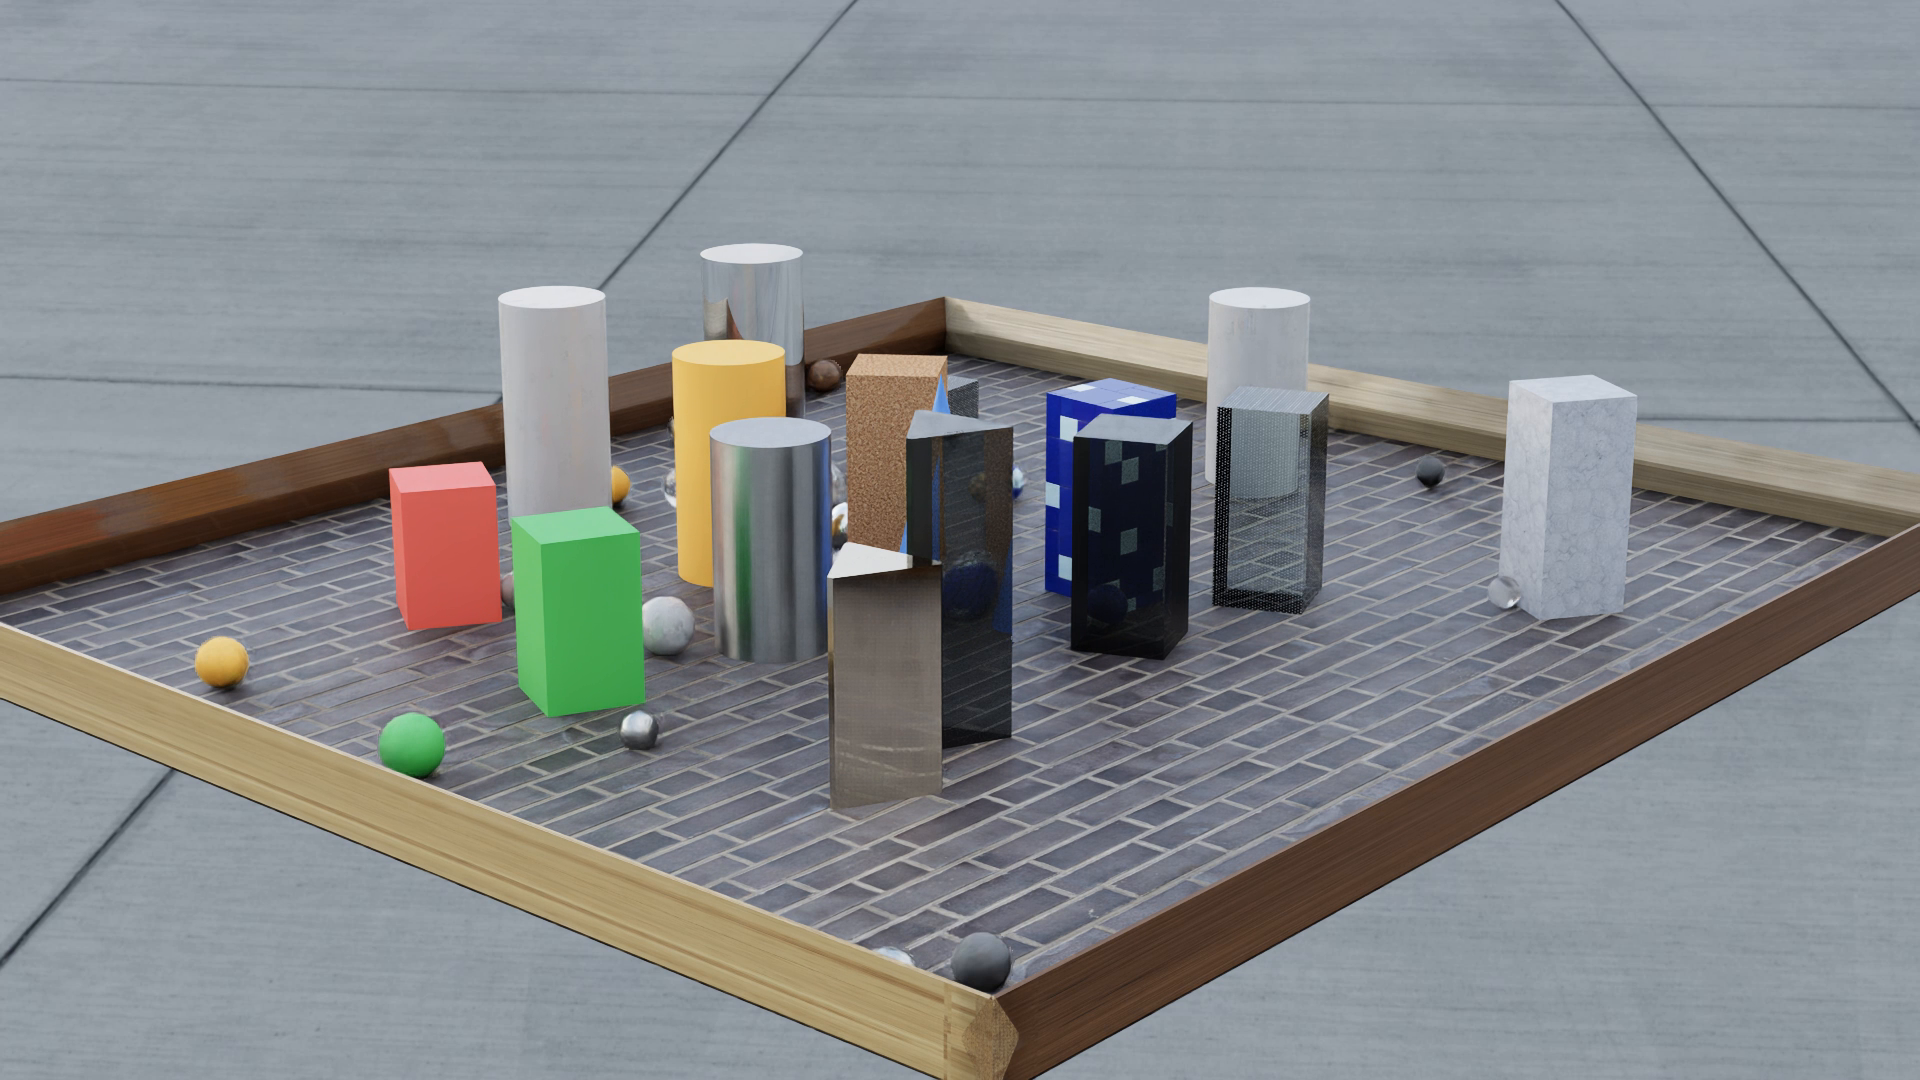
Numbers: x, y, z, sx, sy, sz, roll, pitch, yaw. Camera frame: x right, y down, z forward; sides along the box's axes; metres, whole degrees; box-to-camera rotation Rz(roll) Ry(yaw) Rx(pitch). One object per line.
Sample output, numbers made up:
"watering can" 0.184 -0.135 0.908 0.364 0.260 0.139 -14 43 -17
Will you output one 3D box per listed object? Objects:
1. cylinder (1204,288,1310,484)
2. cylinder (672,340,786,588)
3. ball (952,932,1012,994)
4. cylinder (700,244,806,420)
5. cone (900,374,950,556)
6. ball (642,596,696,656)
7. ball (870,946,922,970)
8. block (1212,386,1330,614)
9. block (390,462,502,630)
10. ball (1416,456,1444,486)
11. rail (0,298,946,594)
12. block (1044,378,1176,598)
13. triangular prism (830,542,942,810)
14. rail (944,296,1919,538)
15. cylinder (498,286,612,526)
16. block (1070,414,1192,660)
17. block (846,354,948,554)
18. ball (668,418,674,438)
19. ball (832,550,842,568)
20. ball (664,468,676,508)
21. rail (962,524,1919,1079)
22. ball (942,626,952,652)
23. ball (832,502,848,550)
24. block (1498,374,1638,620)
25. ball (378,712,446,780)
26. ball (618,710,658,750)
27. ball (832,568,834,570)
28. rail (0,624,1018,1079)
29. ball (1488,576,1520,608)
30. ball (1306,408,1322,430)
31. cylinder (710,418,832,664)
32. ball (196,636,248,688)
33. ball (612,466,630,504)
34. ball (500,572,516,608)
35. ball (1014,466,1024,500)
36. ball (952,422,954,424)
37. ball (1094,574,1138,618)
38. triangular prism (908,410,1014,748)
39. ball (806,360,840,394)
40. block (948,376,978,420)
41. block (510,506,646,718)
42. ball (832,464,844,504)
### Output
"cylinder" 0.589 -0.301 5.816 0.198 0.367 0.198 0 17 0
"cylinder" -0.407 -0.137 5.209 0.198 0.403 0.198 0 17 0
"ball" 0.026 0.519 3.601 0.075 0.075 0.075 0 17 0
"cylinder" -0.402 -0.329 5.730 0.198 0.470 0.198 0 17 0
"cone" -0.032 -0.071 4.939 0.198 0.432 0.198 0 17 0
"ball" -0.484 0.140 4.819 0.098 0.098 0.098 0 17 0
"ball" -0.087 0.533 3.535 0.086 0.086 0.086 0 17 0
"block" 0.537 -0.070 5.073 0.158 0.354 0.158 6 18 18
"block" -0.879 0.009 5.007 0.158 0.241 0.158 -5 18 -17
"ball" 0.932 -0.136 5.808 0.057 0.057 0.057 0 17 0
"rail" -0.937 -0.202 5.899 0.045 0.129 2.800 14 22 39
"block" 0.261 -0.083 5.110 0.158 0.356 0.158 -15 23 -41
"triangular prism" -0.133 0.189 4.226 0.171 0.346 0.148 -7 18 -23
"rail" 0.902 -0.268 6.115 2.528 0.129 0.045 14 22 39
"cylinder" -0.759 -0.245 5.514 0.198 0.433 0.198 0 17 0
"block" 0.284 -0.007 4.843 0.158 0.366 0.158 6 18 18
"block" -0.110 -0.119 5.173 0.158 0.389 0.158 2 17 6
"ball" -0.581 -0.233 6.130 0.056 0.056 0.056 0 17 0
"ball" -0.196 0.060 5.102 0.088 0.088 0.088 0 17 0
"ball" -0.527 -0.100 5.635 0.086 0.086 0.086 0 17 0
"rail" 0.937 0.267 4.341 0.045 0.129 2.800 14 22 39
"ball" -0.034 0.163 4.839 0.043 0.043 0.043 0 17 0
"ball" -0.202 -0.022 5.360 0.095 0.095 0.095 0 17 0
"block" 1.042 -0.075 5.039 0.158 0.382 0.158 -5 17 -16
"ball" -0.802 0.301 4.287 0.096 0.096 0.096 0 17 0
"ball" -0.483 0.285 4.405 0.059 0.059 0.059 0 17 0
"ball" -0.183 0.082 5.014 0.096 0.096 0.096 0 17 0
"rail" -0.902 0.332 4.125 2.528 0.129 0.045 14 22 39
"ball" 0.939 0.090 5.060 0.054 0.054 0.054 0 17 0
"ball" 0.744 -0.258 6.228 0.047 0.047 0.047 0 17 0
"cylinder" -0.309 -0.001 4.827 0.198 0.364 0.198 0 17 0
"ball" -1.174 0.195 4.667 0.081 0.081 0.081 0 17 0
"ball" -0.675 -0.106 5.679 0.072 0.072 0.072 0 17 0
"ball" -0.762 0.086 5.053 0.066 0.066 0.066 0 17 0
"ball" 0.085 -0.112 5.689 0.079 0.079 0.079 0 17 0
"ball" -0.060 -0.221 6.015 0.099 0.099 0.099 0 17 0
"ball" 0.267 0.095 5.008 0.076 0.076 0.076 0 17 0
"triangular prism" -0.030 0.057 4.421 0.171 0.487 0.148 -8 18 -25
"ball" -0.304 -0.363 6.531 0.074 0.074 0.074 0 17 0
"block" -0.075 -0.175 5.587 0.158 0.257 0.158 11 20 33
"block" -0.599 0.111 4.601 0.158 0.280 0.158 -8 18 -24
"ball" -0.267 -0.108 5.661 0.087 0.087 0.087 0 17 0
